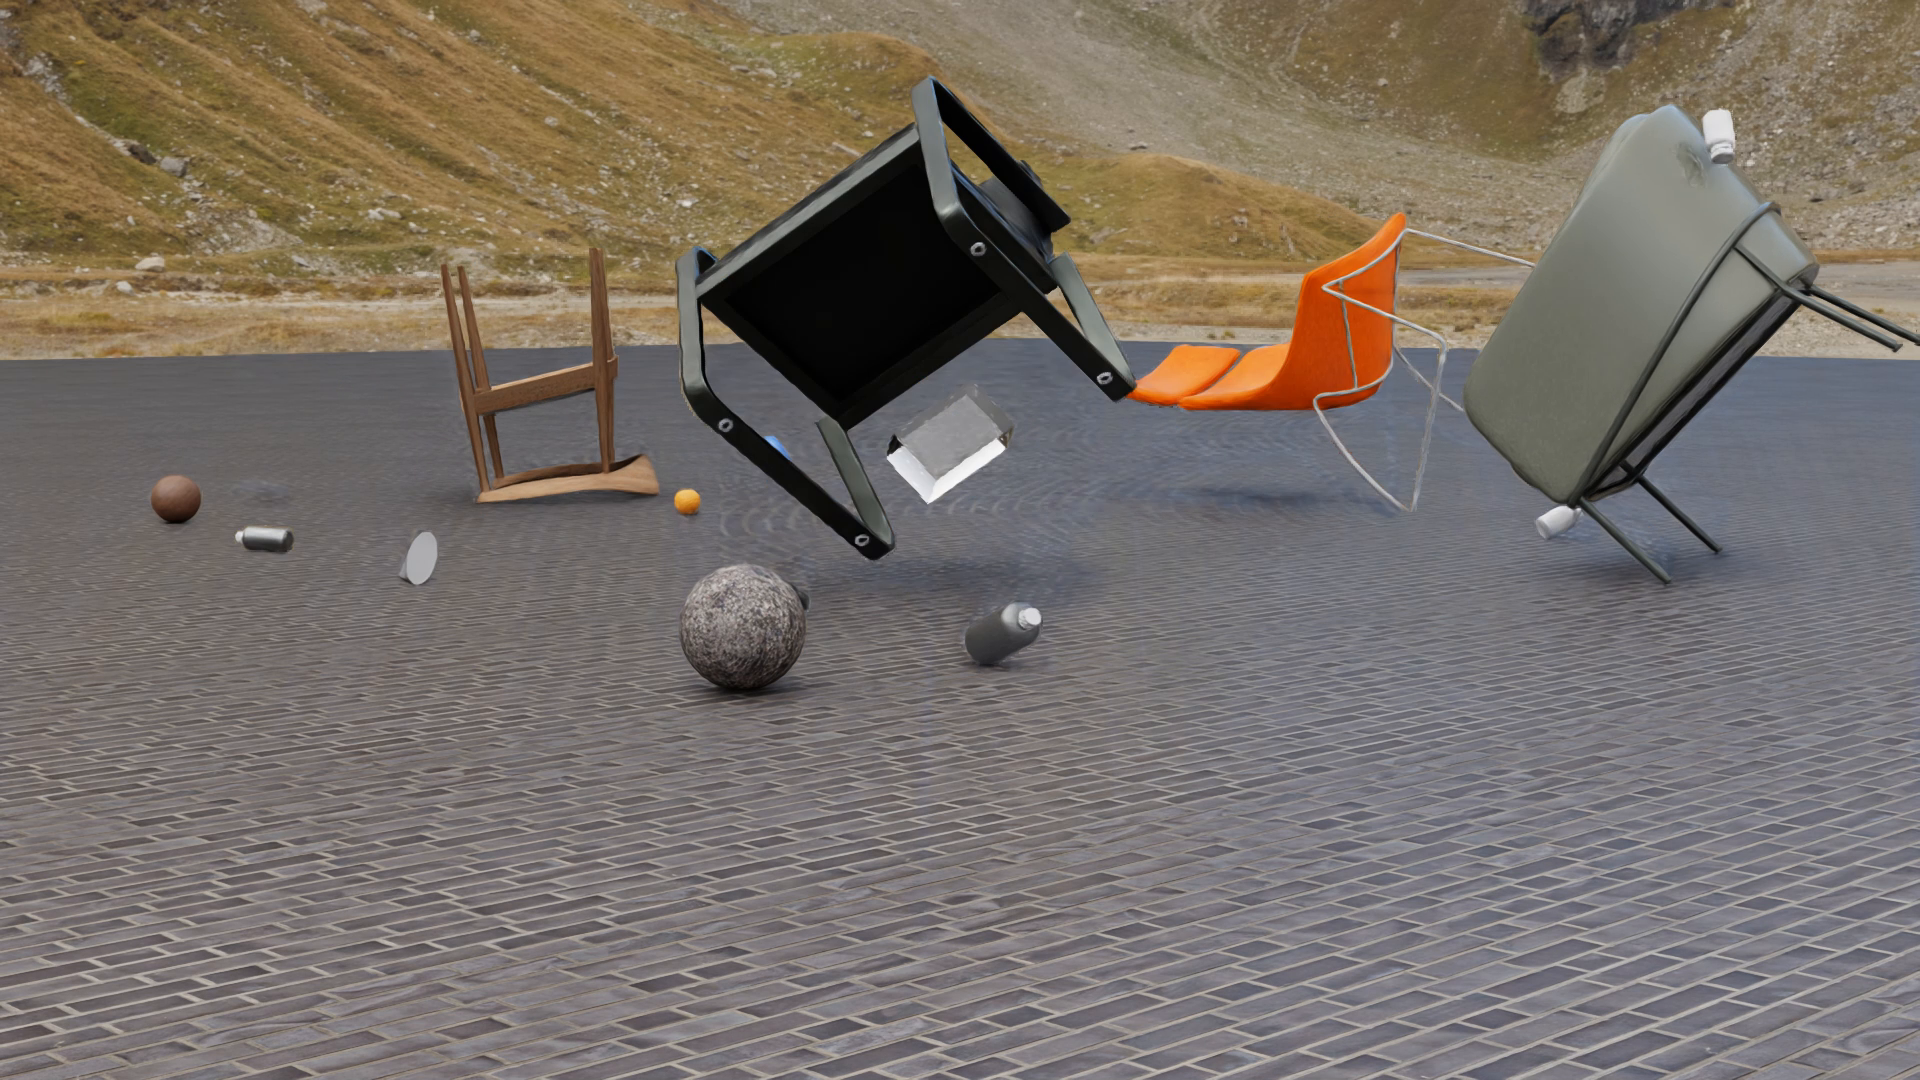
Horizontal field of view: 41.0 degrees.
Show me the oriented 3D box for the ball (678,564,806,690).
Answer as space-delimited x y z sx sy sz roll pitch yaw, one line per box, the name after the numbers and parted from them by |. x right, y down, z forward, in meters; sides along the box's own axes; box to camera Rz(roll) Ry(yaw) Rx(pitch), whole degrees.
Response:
-0.346 0.138 4.081 0.203 0.203 0.203 0 6 0 | ball

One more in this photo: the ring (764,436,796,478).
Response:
-0.588 -0.270 8.358 0.051 0.157 0.165 -31 -17 1 | ring

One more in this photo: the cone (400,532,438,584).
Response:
-1.195 0.059 5.575 0.063 0.121 0.166 21 -23 -24 | cone

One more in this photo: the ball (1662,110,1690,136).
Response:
1.778 -1.035 6.374 0.064 0.064 0.064 0 6 0 | ball

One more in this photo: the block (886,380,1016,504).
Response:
-0.028 -0.286 7.437 0.310 0.190 0.140 -36 -16 -26 | block
